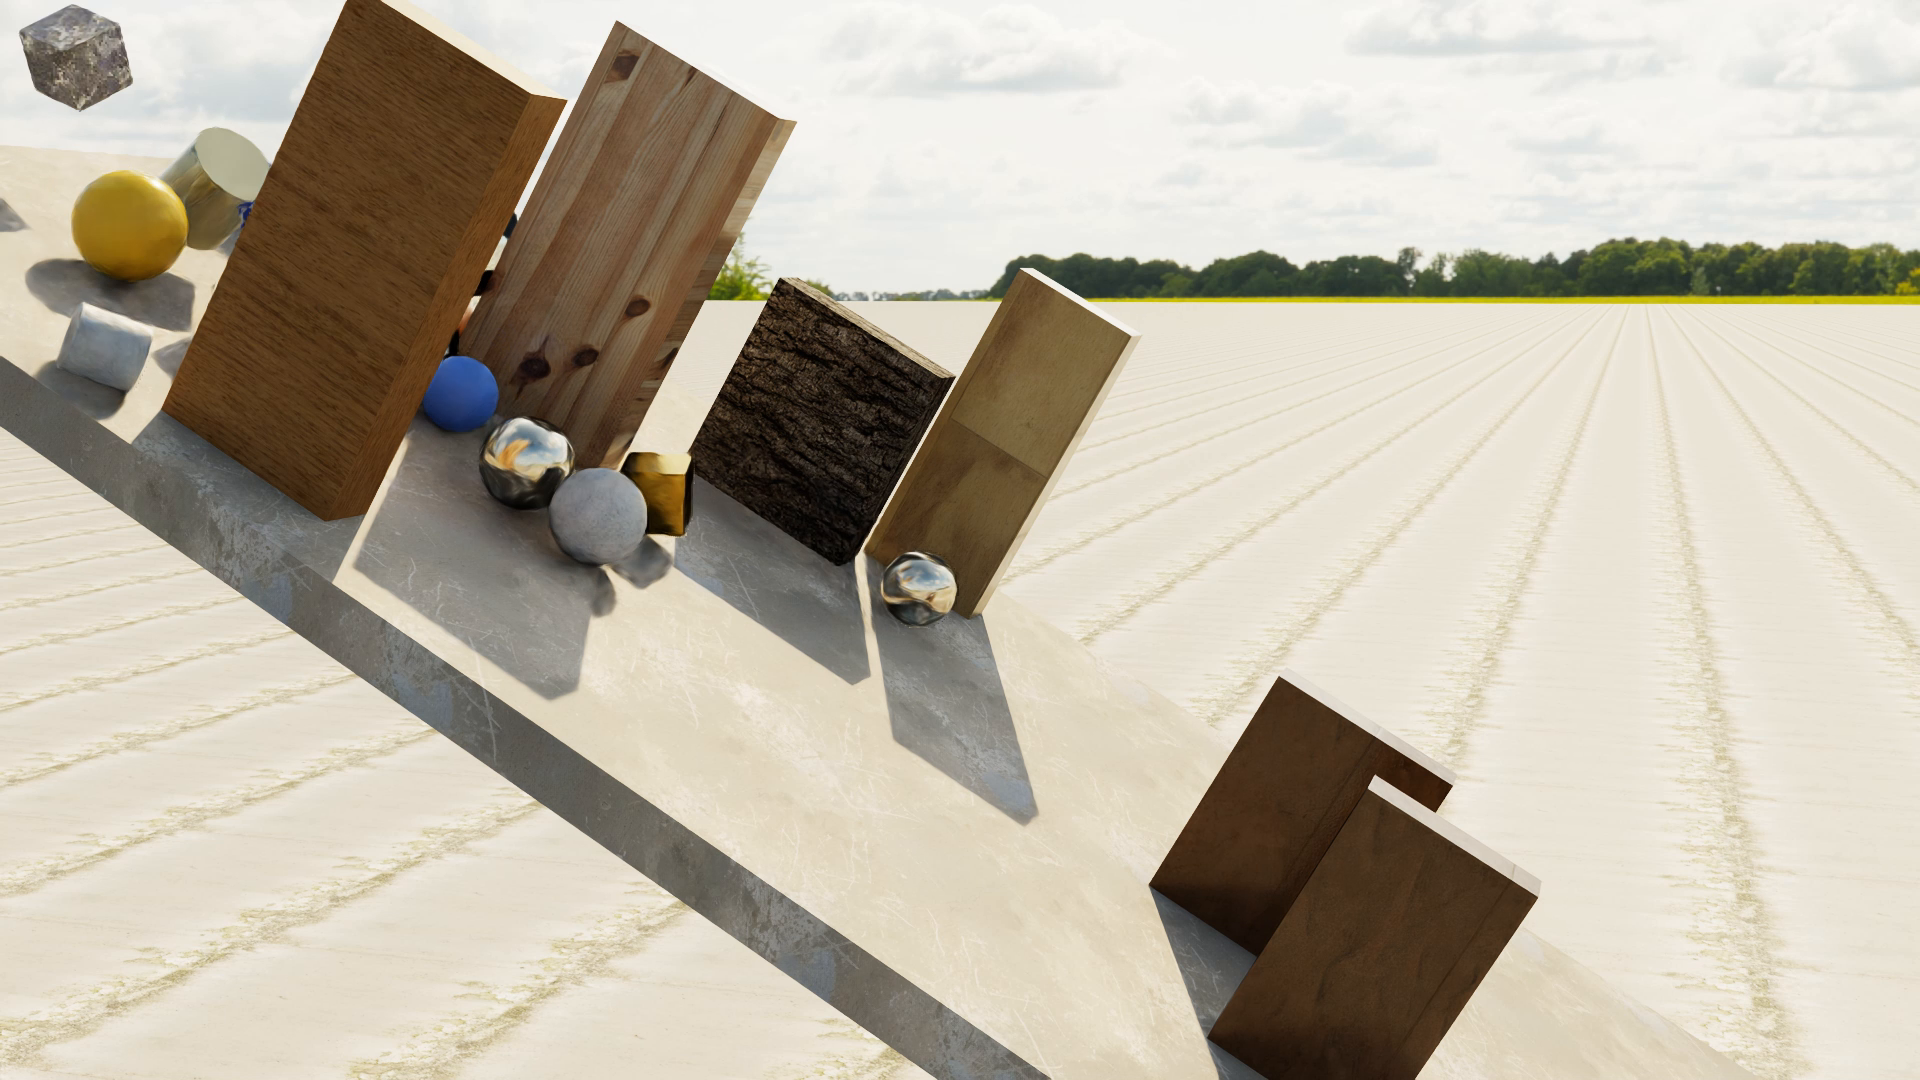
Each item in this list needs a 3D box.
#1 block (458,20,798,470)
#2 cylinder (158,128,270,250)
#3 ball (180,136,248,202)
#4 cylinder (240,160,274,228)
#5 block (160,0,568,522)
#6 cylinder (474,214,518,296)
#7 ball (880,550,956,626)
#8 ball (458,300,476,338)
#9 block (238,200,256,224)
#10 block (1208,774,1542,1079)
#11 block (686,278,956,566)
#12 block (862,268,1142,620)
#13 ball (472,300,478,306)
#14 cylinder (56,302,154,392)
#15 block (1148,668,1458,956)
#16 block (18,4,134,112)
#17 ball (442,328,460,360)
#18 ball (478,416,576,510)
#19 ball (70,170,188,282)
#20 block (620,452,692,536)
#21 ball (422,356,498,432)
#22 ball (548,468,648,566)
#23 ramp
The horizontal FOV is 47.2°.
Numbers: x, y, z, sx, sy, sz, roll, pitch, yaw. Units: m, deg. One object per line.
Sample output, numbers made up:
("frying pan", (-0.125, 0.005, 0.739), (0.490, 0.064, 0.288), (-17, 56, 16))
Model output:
("block", (-0.674, -0.564, 4.310), (0.383, 0.795, 0.097), (33, 15, 11))
("cylinder", (-1.411, -0.661, 4.144), (0.166, 0.166, 0.166), (-34, -12, 30))
("ball", (-1.572, -0.780, 4.632), (0.137, 0.137, 0.137), (0, 7, 0))
("cylinder", (-1.434, -0.723, 4.652), (0.163, 0.163, 0.163), (0, 14, 4))
("block", (-0.944, -0.444, 3.463), (0.343, 0.756, 0.119), (33, 15, 11))
("cylinder", (-0.968, -0.590, 4.390), (0.147, 0.147, 0.147), (-3, -35, -26))
("ball", (-0.084, 0.099, 4.489), (0.154, 0.154, 0.154), (0, 7, 0))
("ball", (-1.058, -0.449, 4.480), (0.148, 0.148, 0.148), (0, 7, 0))
("block", (-1.189, -0.533, 4.034), (0.178, 0.178, 0.178), (-20, -7, -6))
("block", (0.632, 0.645, 3.375), (0.293, 0.477, 0.094), (33, 15, 11))
("block", (-0.301, -0.252, 4.646), (0.409, 0.459, 0.104), (33, 15, 11))
("block", (0.087, -0.205, 4.733), (0.280, 0.709, 0.102), (33, 15, 11))
("ball", (-1.015, -0.446, 4.616), (0.117, 0.117, 0.117), (0, 7, 0))
("cylinder", (-1.358, -0.306, 3.494), (0.111, 0.111, 0.111), (21, -5, -30))
("block", (0.594, 0.506, 3.831), (0.344, 0.447, 0.088), (33, 15, 11))
("block", (-1.675, -0.915, 4.171), (0.128, 0.128, 0.128), (25, 47, 23))
("ball", (-1.043, -0.380, 4.189), (0.176, 0.176, 0.176), (0, 7, 0))
("ball", (-0.773, -0.137, 3.930), (0.169, 0.169, 0.169), (0, 7, 0))
("ball", (-1.487, -0.563, 3.939), (0.199, 0.199, 0.199), (0, 7, 0))
("block", (-0.573, -0.088, 4.141), (0.121, 0.121, 0.121), (4, 19, -1))
("ball", (-0.939, -0.274, 4.129), (0.143, 0.143, 0.143), (0, 7, 0))
("ball", (-0.636, -0.041, 3.865), (0.173, 0.173, 0.173), (0, 7, 0))
("ramp", (-0.183, 0.301, 4.127), (4.000, 0.100, 2.000), (33, 15, 11))
